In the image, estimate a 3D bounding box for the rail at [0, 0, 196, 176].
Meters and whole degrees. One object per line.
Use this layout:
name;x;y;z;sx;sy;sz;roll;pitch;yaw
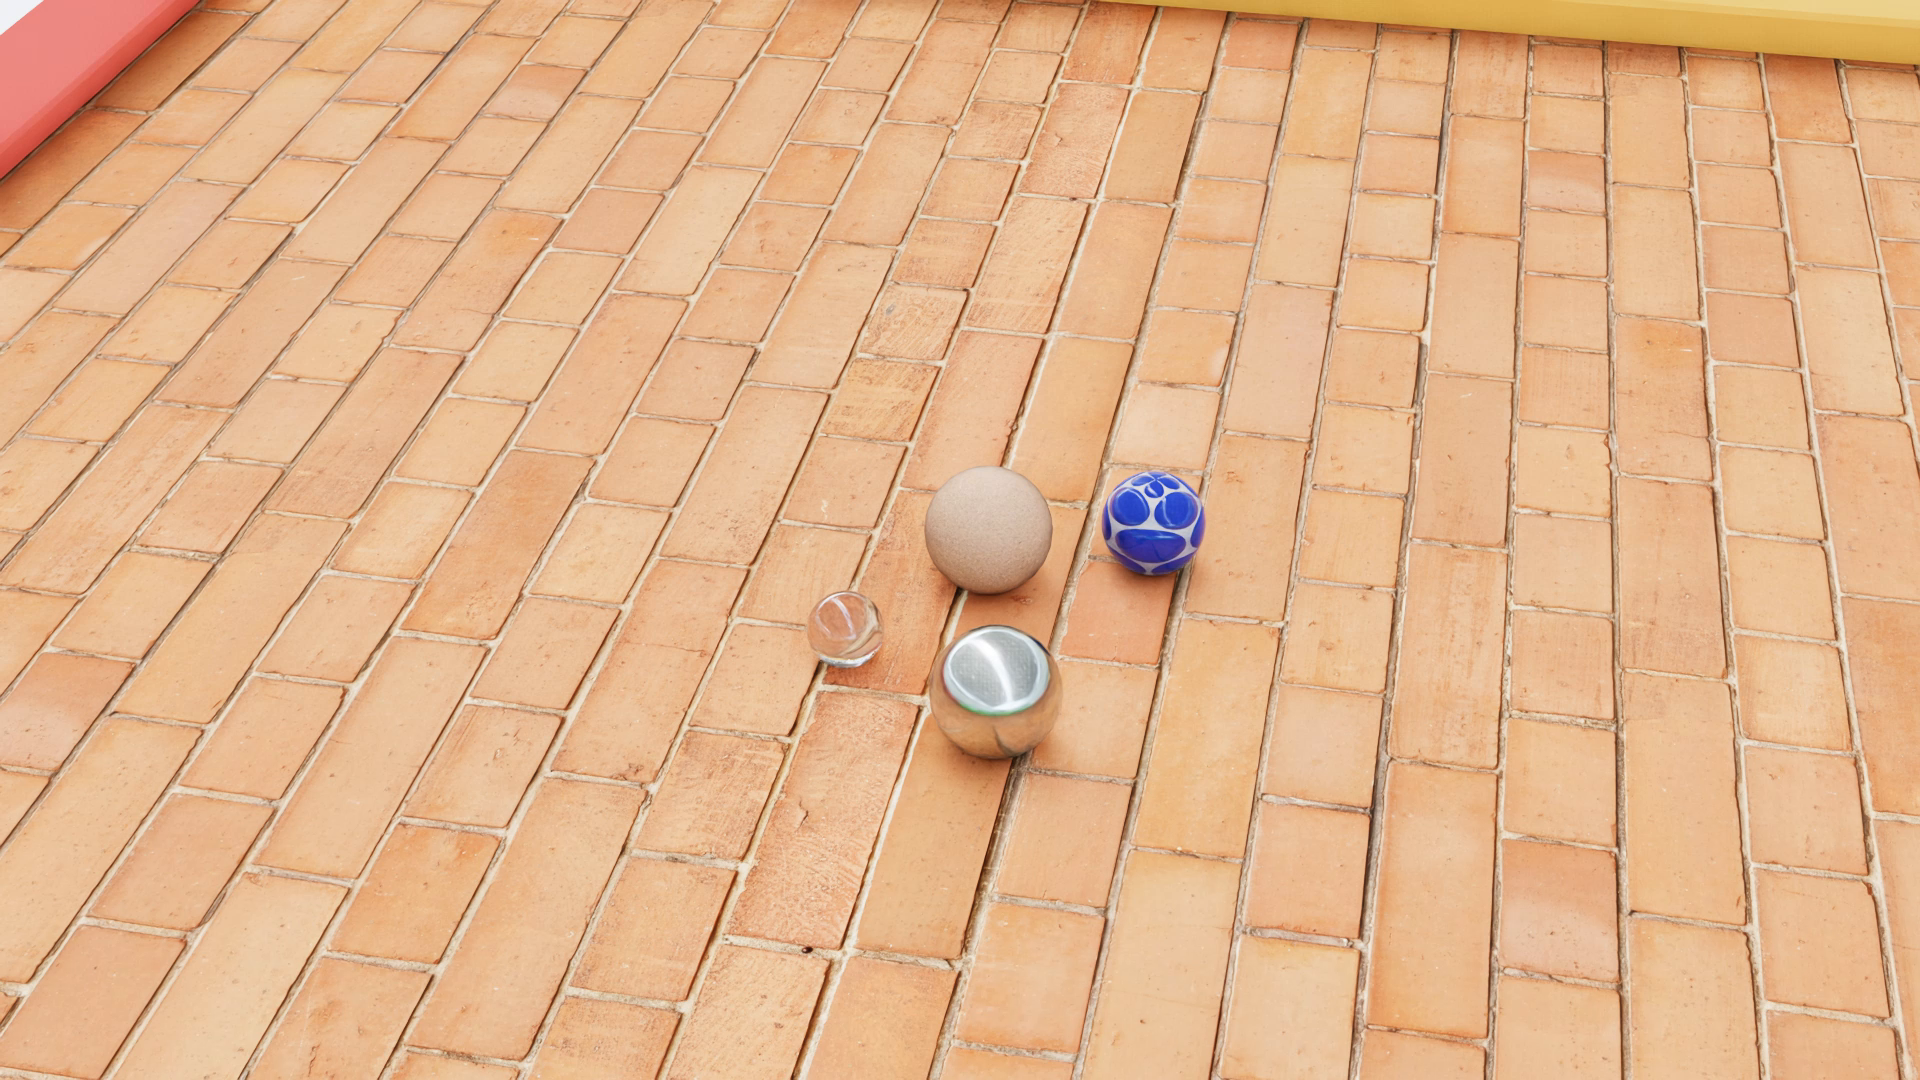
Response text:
rail;-0.959;-0.127;1.973;0.045;0.119;2.145;6;35;9

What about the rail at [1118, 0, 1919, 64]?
rail;1.187;-0.492;2.501;4.006;0.119;0.045;6;35;9

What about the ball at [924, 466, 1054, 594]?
ball;0.020;-0.007;1.826;0.092;0.092;0.092;0;35;0

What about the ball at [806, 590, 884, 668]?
ball;-0.079;0.061;1.761;0.054;0.054;0.054;0;35;0

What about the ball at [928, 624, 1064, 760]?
ball;0.024;0.099;1.676;0.088;0.088;0.088;0;35;0

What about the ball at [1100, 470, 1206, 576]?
ball;0.139;-0.012;1.848;0.076;0.076;0.076;0;35;0
